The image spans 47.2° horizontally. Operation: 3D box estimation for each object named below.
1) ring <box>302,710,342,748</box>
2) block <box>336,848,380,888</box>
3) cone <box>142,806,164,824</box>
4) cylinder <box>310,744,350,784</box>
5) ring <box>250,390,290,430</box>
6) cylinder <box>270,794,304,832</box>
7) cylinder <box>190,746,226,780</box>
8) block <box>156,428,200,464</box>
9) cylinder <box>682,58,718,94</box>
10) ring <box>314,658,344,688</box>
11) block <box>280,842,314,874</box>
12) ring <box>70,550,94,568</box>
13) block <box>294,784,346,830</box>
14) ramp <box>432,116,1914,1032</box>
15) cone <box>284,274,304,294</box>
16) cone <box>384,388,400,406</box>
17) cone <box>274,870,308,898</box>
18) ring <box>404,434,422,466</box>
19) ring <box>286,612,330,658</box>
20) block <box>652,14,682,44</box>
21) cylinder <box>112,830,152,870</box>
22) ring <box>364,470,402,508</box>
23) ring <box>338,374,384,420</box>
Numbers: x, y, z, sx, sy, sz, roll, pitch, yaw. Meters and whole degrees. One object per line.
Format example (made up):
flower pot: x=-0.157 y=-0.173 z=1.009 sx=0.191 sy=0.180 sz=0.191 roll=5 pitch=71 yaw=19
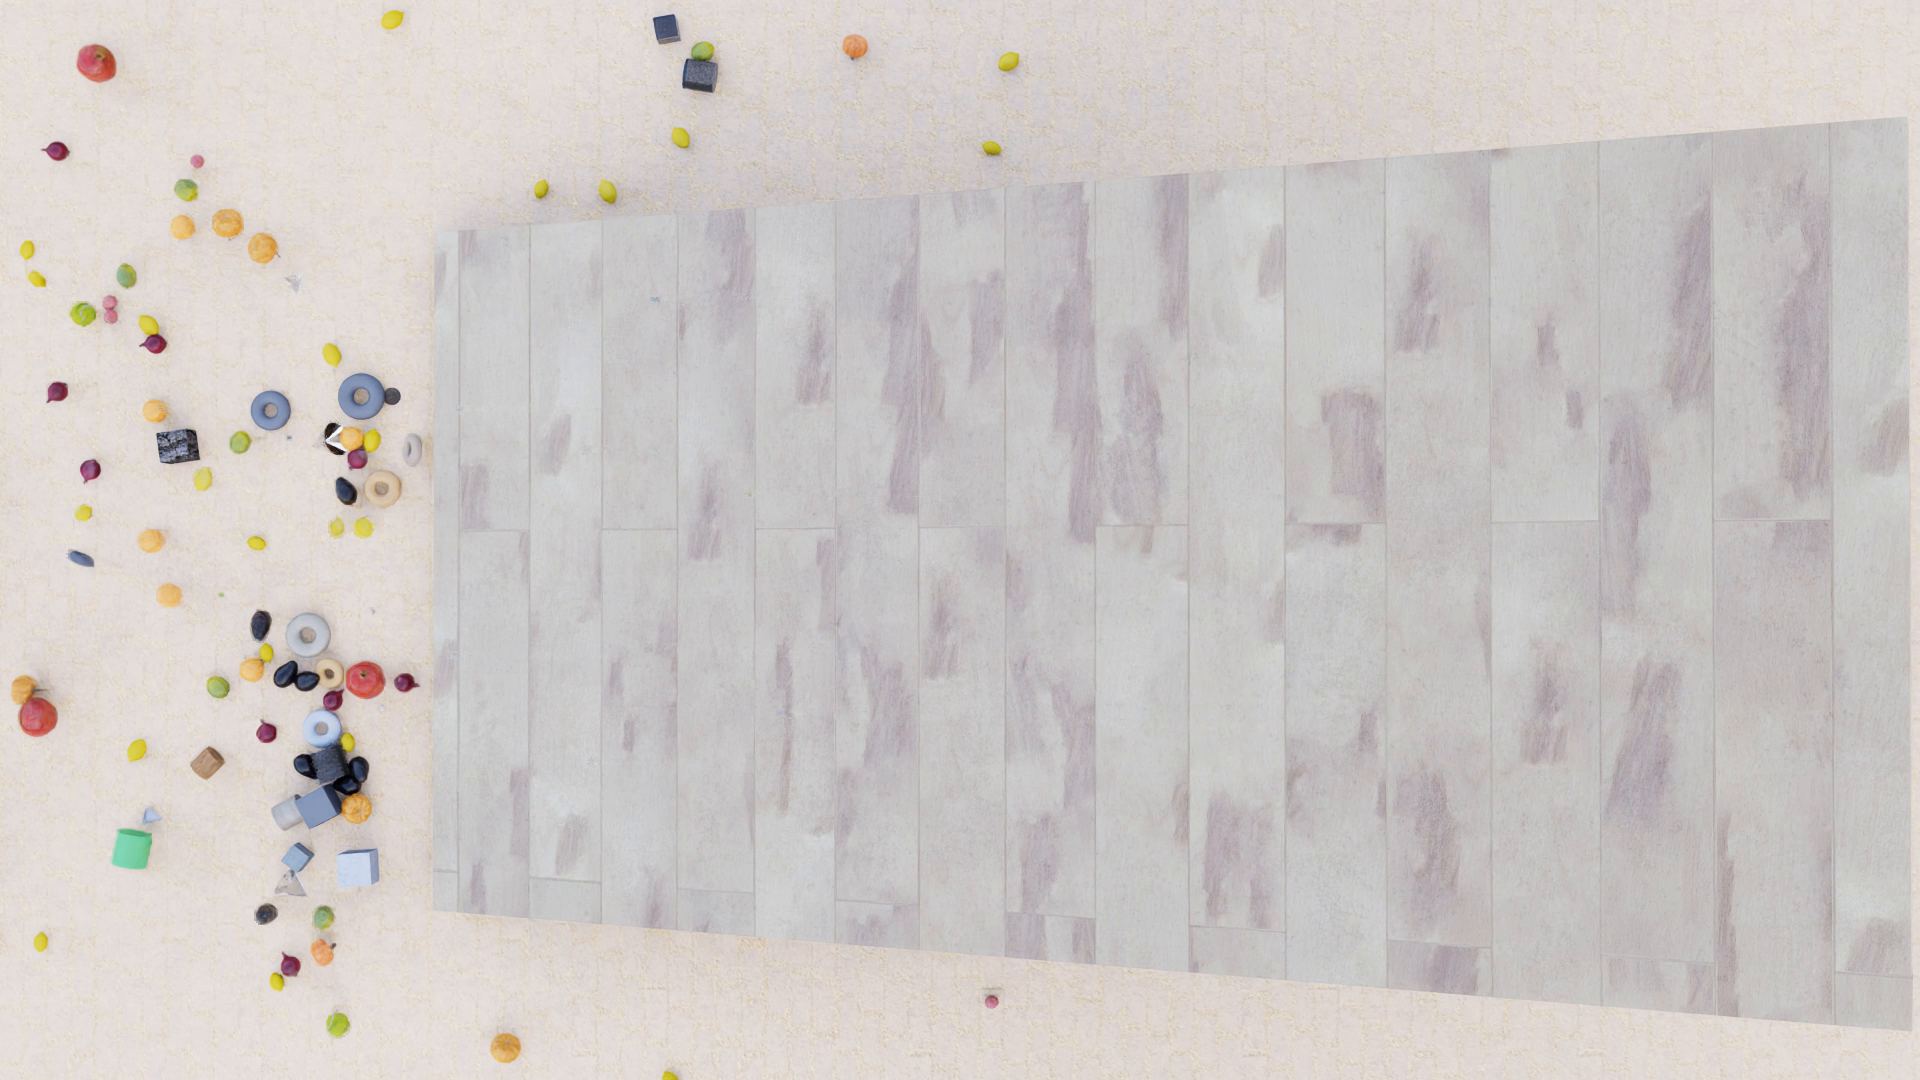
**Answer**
ring: x=-1.902 y=0.563 z=6.555 sx=0.116 sy=0.039 sz=0.116 roll=0 pitch=88 yaw=0
block: x=-1.784 y=0.972 z=6.521 sx=0.096 sy=0.096 sz=0.096 roll=-4 pitch=89 yaw=0
cone: x=-2.403 y=0.827 z=6.559 sx=0.054 sy=0.054 sz=0.054 roll=16 pitch=89 yaw=-26
cylinder: x=-1.869 y=0.665 z=6.526 sx=0.094 sy=0.094 sz=0.094 roll=-20 pitch=89 yaw=0
ring: x=-2.058 y=-0.386 z=6.565 sx=0.120 sy=0.040 sz=0.120 roll=0 pitch=90 yaw=0
cylinder: x=-1.988 y=0.809 z=6.531 sx=0.081 sy=0.081 sz=0.081 roll=-29 pitch=89 yaw=0
cylinder: x=-2.236 y=0.664 z=6.538 sx=0.070 sy=0.070 sz=0.070 roll=-43 pitch=90 yaw=0
block: x=-2.325 y=-0.278 z=6.539 sx=0.089 sy=0.089 sz=0.089 roll=-8 pitch=89 yaw=0
cylinder: x=-0.774 y=-1.383 z=6.551 sx=0.090 sy=0.090 sz=0.090 roll=9 pitch=89 yaw=0
ring: x=-1.878 y=0.398 z=6.552 sx=0.095 sy=0.032 sz=0.095 roll=2 pitch=104 yaw=8
block: x=-1.969 y=0.945 z=6.539 sx=0.060 sy=0.060 sz=0.060 roll=38 pitch=89 yaw=0
ring: x=-2.612 y=0.058 z=6.541 sx=0.078 sy=0.078 sz=0.026 roll=29 pitch=92 yaw=0
block: x=-1.898 y=0.790 z=6.524 sx=0.094 sy=0.094 sz=0.094 roll=-28 pitch=89 yaw=0
ramp: x=0.282 y=0.082 z=5.692 sx=4.000 sy=0.100 sz=2.000 roll=0 pitch=89 yaw=25
cone: x=-1.988 y=-0.759 z=6.577 sx=0.055 sy=0.055 sz=0.055 roll=-1 pitch=116 yaw=0
cone: x=-1.701 y=-0.431 z=6.558 sx=0.054 sy=0.054 sz=0.054 roll=0 pitch=89 yaw=0
cone: x=-1.975 y=1.040 z=6.548 sx=0.089 sy=0.089 sz=0.089 roll=-48 pitch=116 yaw=0
ring: x=-1.628 y=-0.266 z=6.542 sx=0.033 sy=0.098 sz=0.098 roll=4 pitch=89 yaw=-37
ring: x=-1.943 y=0.284 z=6.555 sx=0.136 sy=0.045 sz=0.136 roll=0 pitch=89 yaw=1
block: x=-0.875 y=-1.524 z=6.565 sx=0.066 sy=0.066 sz=0.066 roll=-10 pitch=89 yaw=0
cylinder: x=-2.454 y=0.917 z=6.521 sx=0.098 sy=0.098 sz=0.098 roll=11 pitch=89 yaw=0
ring: x=-1.723 y=-0.154 z=6.563 sx=0.114 sy=0.038 sz=0.114 roll=0 pitch=91 yaw=1
ring: x=-1.786 y=-0.428 z=6.562 sx=0.141 sy=0.047 sz=0.141 roll=0 pitch=88 yaw=1
